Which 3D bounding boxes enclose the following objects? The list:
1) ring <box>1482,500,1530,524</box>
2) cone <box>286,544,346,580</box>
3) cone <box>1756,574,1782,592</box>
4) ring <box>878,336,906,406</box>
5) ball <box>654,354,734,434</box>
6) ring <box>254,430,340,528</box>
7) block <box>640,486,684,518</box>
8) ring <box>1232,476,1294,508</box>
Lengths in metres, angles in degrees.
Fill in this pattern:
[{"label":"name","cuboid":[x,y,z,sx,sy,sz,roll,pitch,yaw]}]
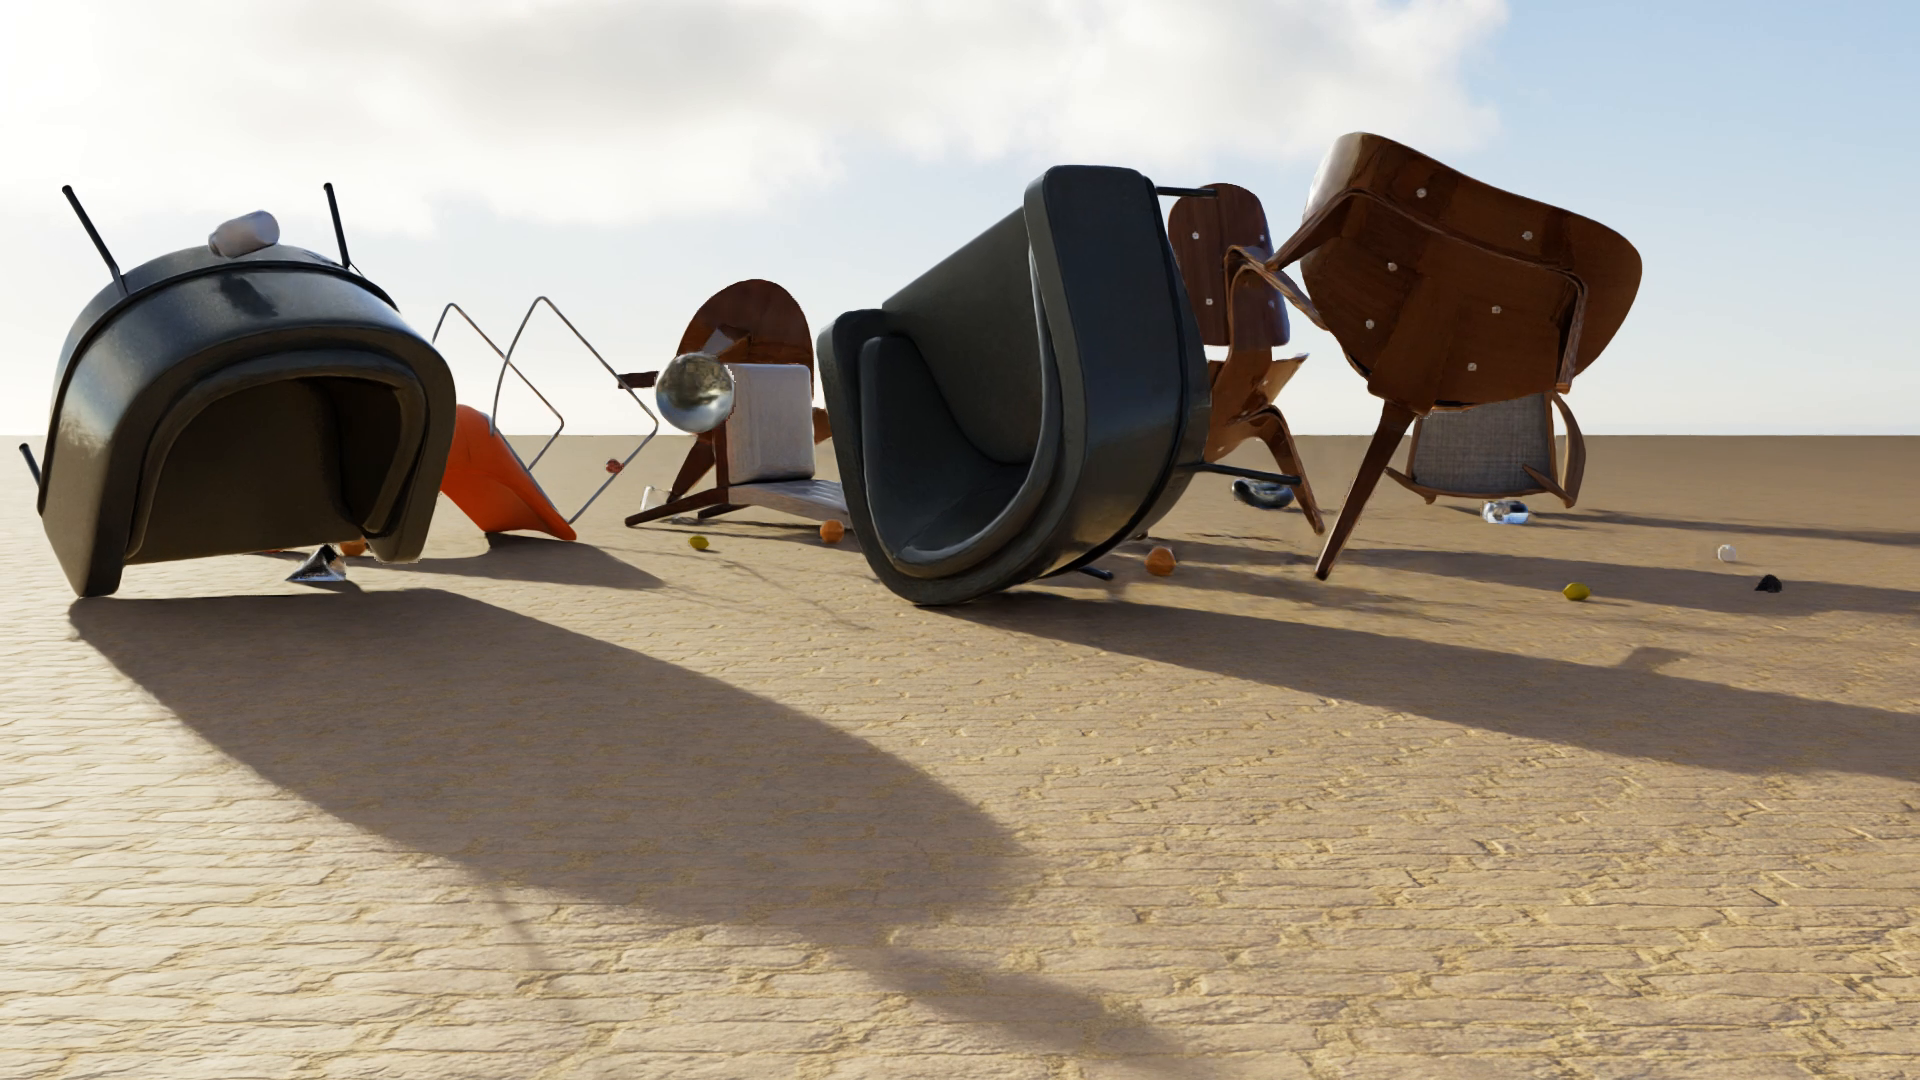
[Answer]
[{"label":"ring","cuboid":[1.830,-0.093,7.374,0.146,0.069,0.239,0,6,-1]},{"label":"cone","cuboid":[-1.524,0.074,5.147,0.126,0.088,0.150,-20,-9,-1]},{"label":"cone","cuboid":[1.783,0.105,4.881,0.050,0.036,0.065,33,-24,0]},{"label":"ring","cuboid":[-0.202,-0.500,6.521,0.057,0.213,0.095,13,22,29]},{"label":"ball","cuboid":[-0.784,-0.434,6.500,0.236,0.236,0.236,0,4,0]},{"label":"ring","cuboid":[-2.171,-0.200,7.201,0.324,0.328,0.084,-10,-16,17]},{"label":"block","cuboid":[-1.031,-0.130,7.612,0.125,0.081,0.055,16,-4,-20]},{"label":"ring","cuboid":[1.147,-0.181,8.320,0.234,0.063,0.305,20,21,23]}]
